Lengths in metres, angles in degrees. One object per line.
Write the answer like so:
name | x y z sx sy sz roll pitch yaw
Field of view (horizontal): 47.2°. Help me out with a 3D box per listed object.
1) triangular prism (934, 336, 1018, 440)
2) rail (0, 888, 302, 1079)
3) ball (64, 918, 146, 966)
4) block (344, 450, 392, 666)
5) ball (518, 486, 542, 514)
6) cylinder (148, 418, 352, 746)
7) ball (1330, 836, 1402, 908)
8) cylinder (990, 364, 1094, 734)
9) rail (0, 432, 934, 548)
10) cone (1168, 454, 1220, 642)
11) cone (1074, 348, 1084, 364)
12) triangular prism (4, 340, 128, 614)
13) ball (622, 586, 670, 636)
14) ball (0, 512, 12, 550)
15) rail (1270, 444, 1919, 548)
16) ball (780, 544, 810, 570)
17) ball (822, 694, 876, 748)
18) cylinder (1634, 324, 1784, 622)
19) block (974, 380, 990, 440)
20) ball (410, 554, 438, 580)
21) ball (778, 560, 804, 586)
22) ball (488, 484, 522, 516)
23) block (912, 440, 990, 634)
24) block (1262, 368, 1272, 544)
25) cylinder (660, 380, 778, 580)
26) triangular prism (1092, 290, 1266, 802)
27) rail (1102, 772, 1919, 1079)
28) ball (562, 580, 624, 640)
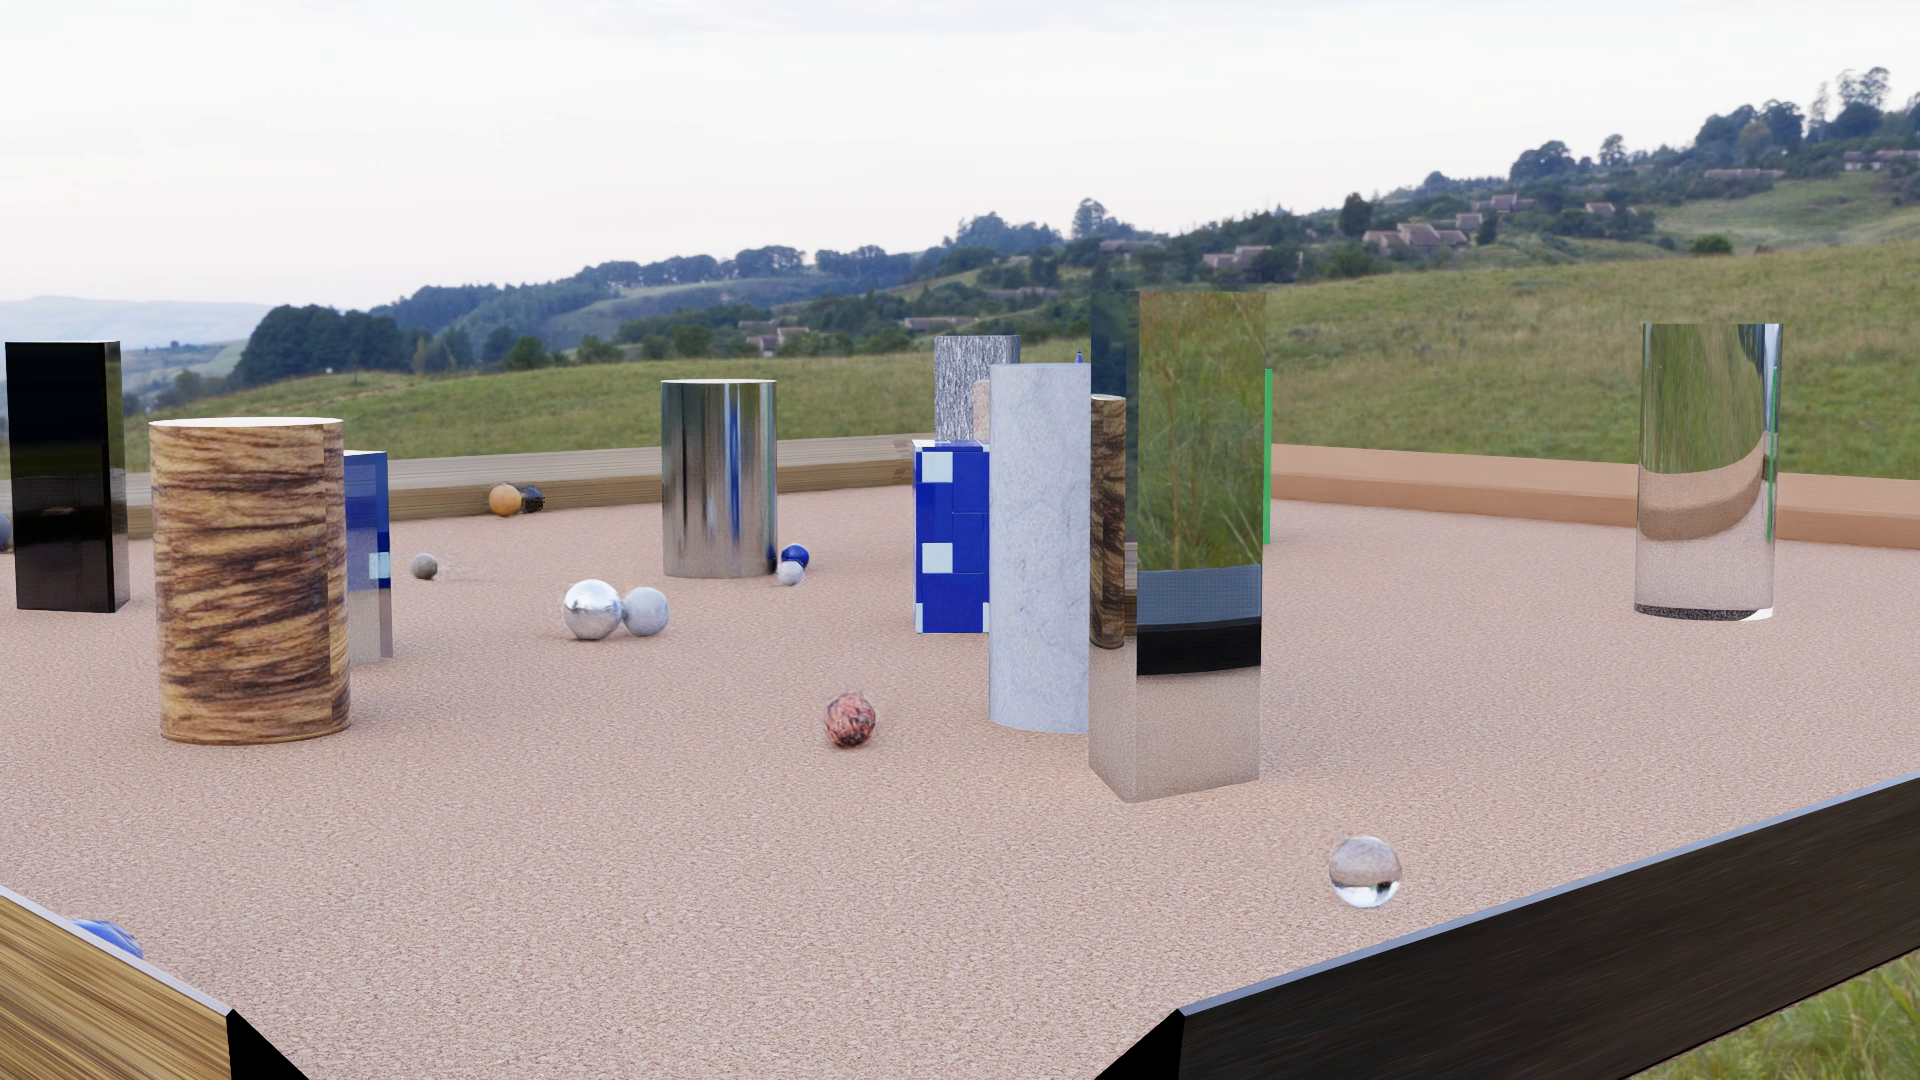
triangular prism | 0.065 -0.177 4.051 0.168 0.396 0.146 5 8 37
rail | -1.328 0.161 2.113 0.045 0.126 3.576 -5 8 -42
ball | -0.535 0.268 1.338 0.075 0.075 0.075 0 6 0
block | -0.830 0.023 2.768 0.155 0.264 0.155 3 7 25
ball | -0.943 -0.087 4.809 0.059 0.059 0.059 0 6 0
cylinder | -0.749 0.038 2.328 0.194 0.327 0.194 0 6 0
ball | 0.303 0.248 1.641 0.054 0.054 0.054 0 6 0
cylinder | 0.129 0.003 2.392 0.194 0.384 0.194 0 6 0
rail | -1.196 -0.102 4.622 3.662 0.126 0.045 -5 8 -42
cone | 0.262 -0.044 3.024 0.194 0.346 0.194 0 6 0
cone | 0.239 -0.204 4.434 0.194 0.369 0.194 0 6 0
triangular prism | -1.306 -0.100 3.306 0.168 0.397 0.146 2 6 17
ball | -0.430 0.098 3.005 0.067 0.067 0.067 0 6 0
ball | -1.776 -0.016 4.012 0.083 0.083 0.083 0 6 0
rail | 1.328 -0.095 4.551 0.045 0.126 3.576 -5 8 -42
ball | -0.280 0.031 3.735 0.049 0.049 0.049 0 6 0
ball | -0.113 0.184 2.244 0.055 0.055 0.055 0 6 0
cylinder | 1.097 -0.105 3.227 0.194 0.424 0.194 0 6 0
block | 0.107 -0.112 3.786 0.155 0.322 0.155 1 6 5
ball | -0.883 0.044 3.625 0.044 0.044 0.044 0 6 0
ball | -0.273 0.054 3.543 0.042 0.042 0.042 0 6 0
ball | -0.980 -0.085 4.736 0.070 0.070 0.070 0 6 0
block | 0.013 -0.008 3.098 0.155 0.258 0.155 0 6 -3
block | 0.481 -0.159 4.186 0.155 0.332 0.155 -4 7 -35
cylinder | -0.407 -0.106 3.720 0.194 0.324 0.194 0 6 0
triangular prism | 0.174 -0.002 2.075 0.168 0.461 0.146 -5 8 -38
rail | 1.196 0.168 2.042 3.662 0.126 0.045 -5 8 -42
ball | -0.497 0.094 2.973 0.081 0.081 0.081 0 6 0
